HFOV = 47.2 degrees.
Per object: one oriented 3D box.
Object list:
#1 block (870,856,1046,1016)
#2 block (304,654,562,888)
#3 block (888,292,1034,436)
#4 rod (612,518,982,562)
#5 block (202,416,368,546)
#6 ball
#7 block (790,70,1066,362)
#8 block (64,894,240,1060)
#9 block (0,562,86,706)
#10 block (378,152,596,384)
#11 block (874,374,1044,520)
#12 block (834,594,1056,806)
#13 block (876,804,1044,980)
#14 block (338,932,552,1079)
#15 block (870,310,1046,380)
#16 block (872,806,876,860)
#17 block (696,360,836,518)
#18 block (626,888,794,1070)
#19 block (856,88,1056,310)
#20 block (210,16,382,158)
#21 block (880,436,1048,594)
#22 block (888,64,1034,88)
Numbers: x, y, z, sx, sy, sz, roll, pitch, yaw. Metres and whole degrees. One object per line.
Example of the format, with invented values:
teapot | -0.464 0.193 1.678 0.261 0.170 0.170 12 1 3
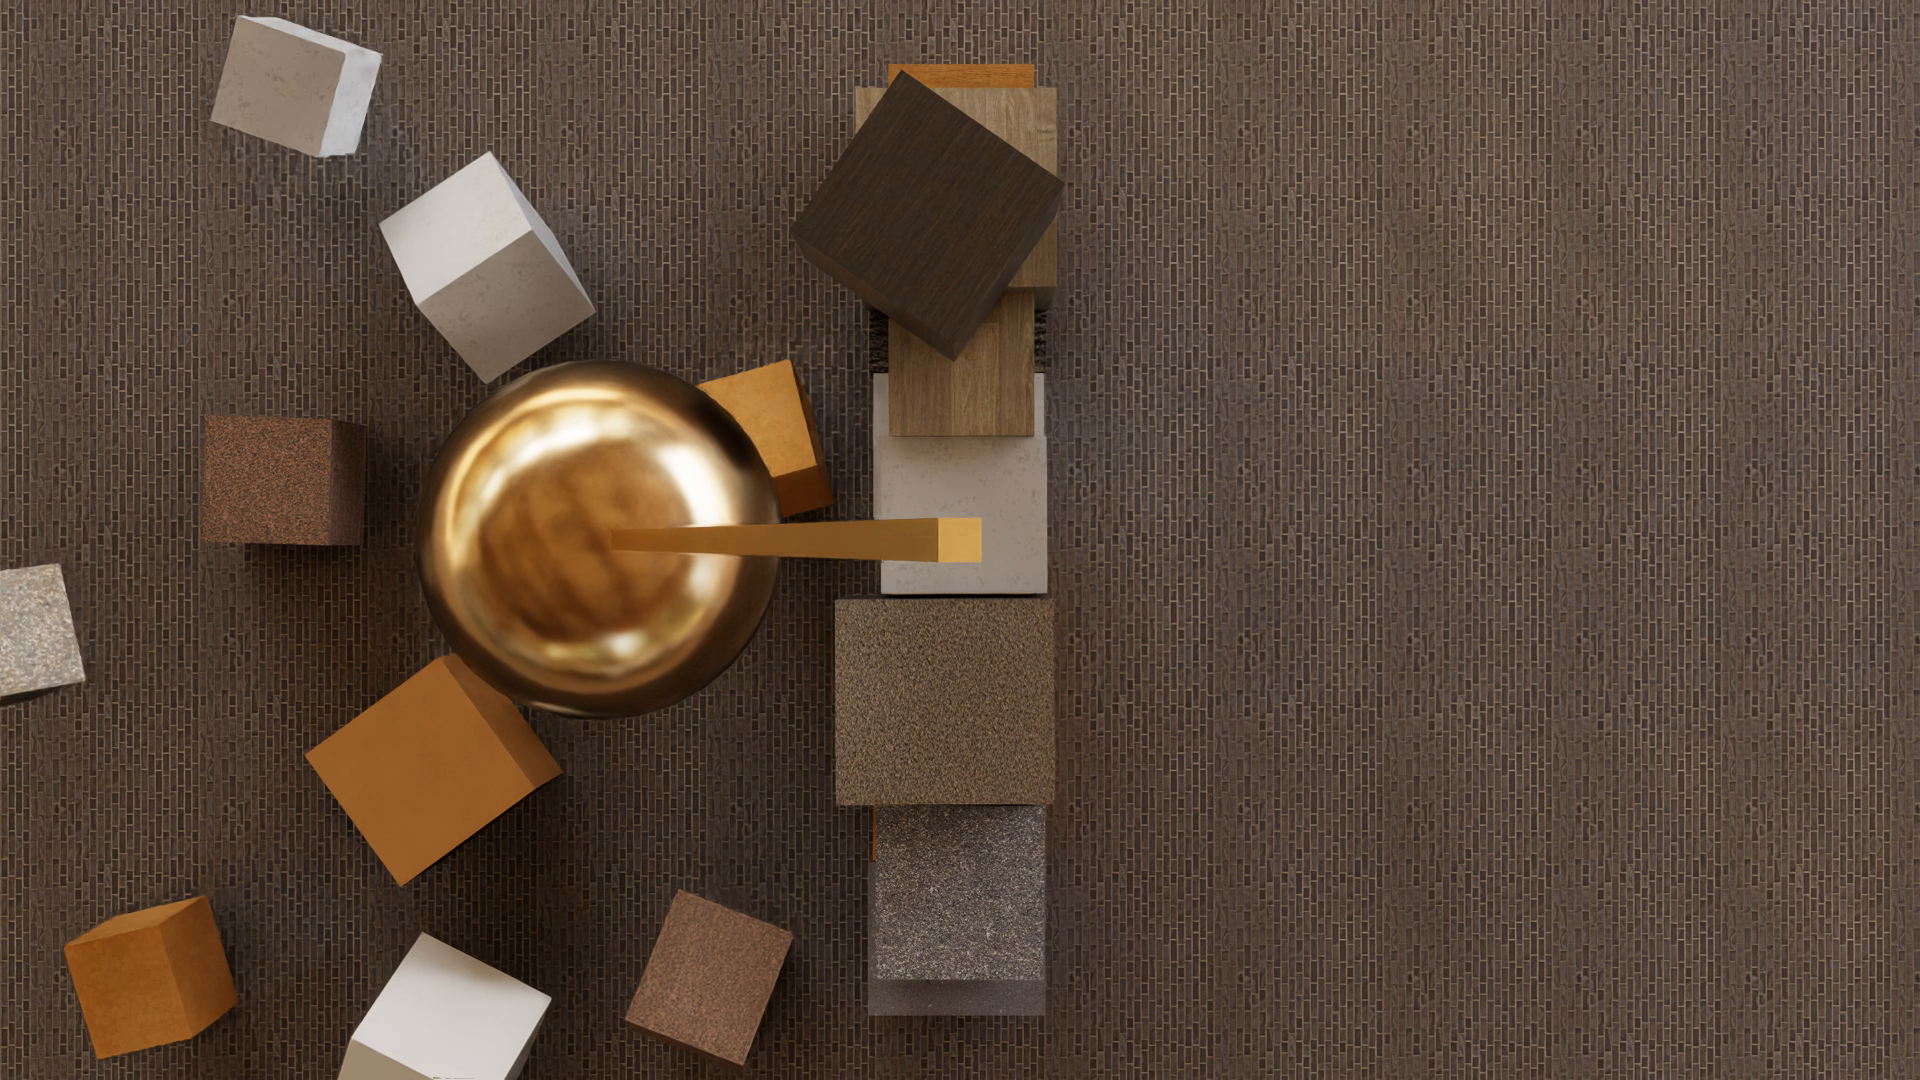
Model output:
block | -0.016 2.203 12.574 0.973 0.853 0.847 0 90 0
block | -2.980 1.280 12.565 0.919 0.870 0.902 -36 90 0
block | 0.007 -0.891 11.562 0.738 0.882 0.727 0 90 0
rod | -0.687 0.000 6.444 0.080 5.200 0.080 0 90 -15
block | -3.868 -0.334 12.635 0.703 0.731 0.705 2 90 0
ball | -1.586 0.000 9.723 1.600 1.600 1.600 0 90 0
block | -0.146 -1.499 10.395 0.898 1.021 0.881 35 90 0
block | -4.634 2.503 12.633 0.590 0.596 0.670 -14 95 8
block | -5.306 0.561 11.898 0.685 0.735 0.658 -16 87 41
block | -2.677 -1.541 12.463 0.753 0.733 0.799 -33 50 0
block | -0.008 -0.457 12.502 0.929 0.997 0.905 0 90 0
block | -0.075 0.811 11.562 1.095 1.154 1.026 0 90 0
block | -0.001 1.817 11.758 0.872 0.764 0.904 0 91 0
block | -2.939 2.909 12.445 0.830 0.811 0.762 27 130 0
block | -0.013 -1.368 12.514 0.968 0.973 0.896 0 90 0
block | -0.012 1.287 12.570 0.931 0.861 0.968 0 90 0
block | -1.162 -0.525 12.568 0.671 0.687 0.657 -16 72 1
block | -1.415 2.513 12.502 0.693 0.806 0.764 21 73 0
block | -0.019 -1.749 11.466 0.997 1.122 0.987 0 90 0
block | -3.700 -2.535 12.296 0.617 0.664 0.590 19 102 -2
block | 0.020 -0.128 11.603 0.846 0.800 0.799 0 90 0
block | 0.008 -2.226 12.568 0.805 0.863 0.800 0 90 0
